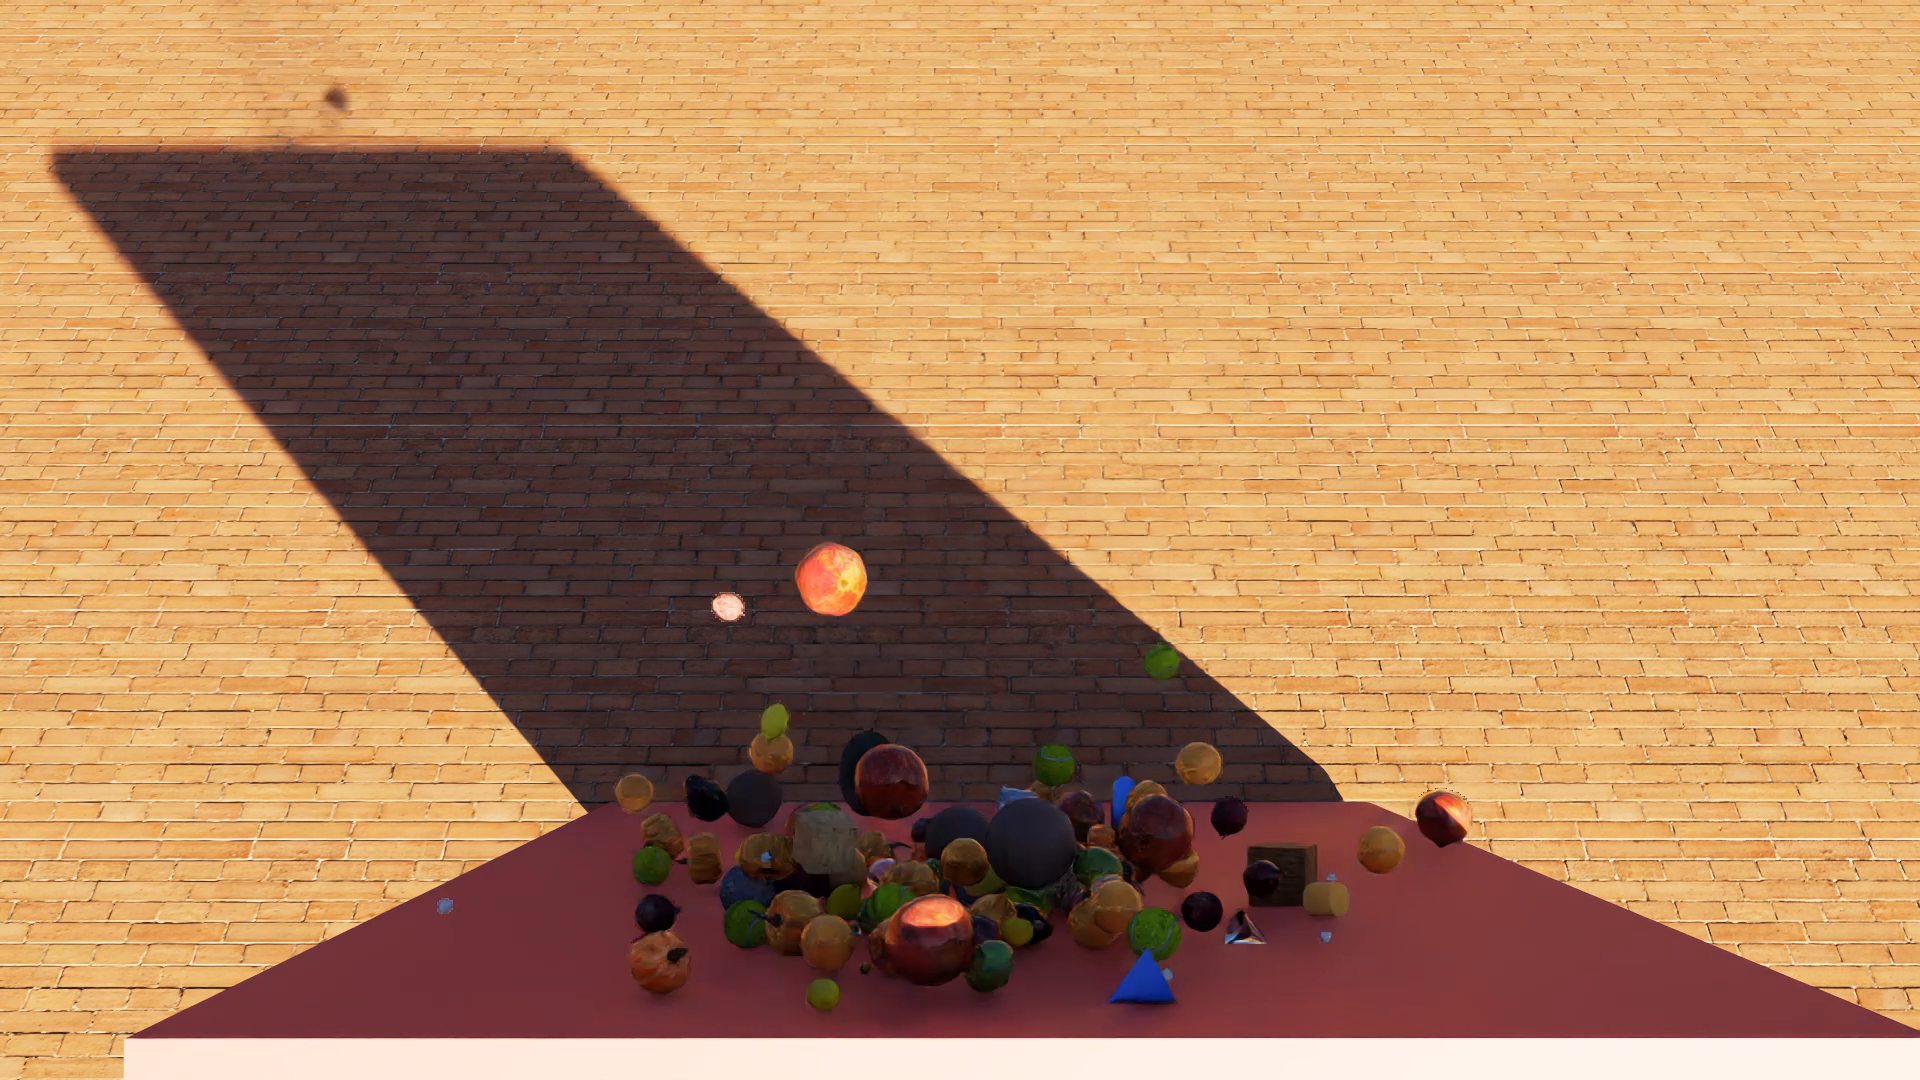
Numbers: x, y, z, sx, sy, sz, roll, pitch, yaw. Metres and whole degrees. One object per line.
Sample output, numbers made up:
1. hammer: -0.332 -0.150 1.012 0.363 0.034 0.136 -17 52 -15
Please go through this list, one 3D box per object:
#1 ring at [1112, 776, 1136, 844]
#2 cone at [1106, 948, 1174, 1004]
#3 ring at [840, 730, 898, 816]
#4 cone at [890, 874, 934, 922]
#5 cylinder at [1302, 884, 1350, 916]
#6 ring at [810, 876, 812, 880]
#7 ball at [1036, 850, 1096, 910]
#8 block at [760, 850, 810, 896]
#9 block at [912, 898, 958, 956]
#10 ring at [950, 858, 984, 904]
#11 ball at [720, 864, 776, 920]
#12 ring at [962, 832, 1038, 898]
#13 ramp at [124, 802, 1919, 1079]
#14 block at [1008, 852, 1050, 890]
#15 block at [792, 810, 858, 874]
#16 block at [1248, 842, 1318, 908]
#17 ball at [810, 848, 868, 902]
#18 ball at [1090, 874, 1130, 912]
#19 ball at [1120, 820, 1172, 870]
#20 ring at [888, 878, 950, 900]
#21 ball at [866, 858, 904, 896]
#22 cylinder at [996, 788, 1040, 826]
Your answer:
1. ring: 0.326 0.539 5.167 0.047 0.140 0.140 2 36 4
2. cone: 0.210 0.543 3.141 0.075 0.075 0.075 -27 39 -2
3. ring: -0.143 0.367 4.078 0.045 0.135 0.135 2 30 -35
4. cone: -0.052 0.566 3.985 0.083 0.083 0.083 23 41 16
5. cylinder: 0.569 0.559 4.037 0.052 0.052 0.052 -8 22 45
6. ring: -0.228 0.597 4.709 0.111 0.037 0.111 -2 -3 0
7. ball: 0.168 0.536 4.099 0.094 0.094 0.094 0 36 0
8. block: -0.301 0.571 4.469 0.071 0.071 0.071 0 -2 8
9. block: -0.033 0.513 3.445 0.051 0.051 0.051 -11 21 3
10. ring: 0.014 0.562 4.288 0.026 0.078 0.078 -17 38 -35
11. ball: -0.331 0.548 4.048 0.088 0.088 0.088 0 36 0
12. ring: 0.063 0.509 4.076 0.046 0.138 0.138 53 48 -4
13. ramp: 0.078 0.671 4.862 2.000 0.100 4.000 0 -2 0
14. block: 0.121 0.579 4.545 0.061 0.061 0.061 0 -2 13
15. block: -0.191 0.428 3.681 0.068 0.068 0.068 0 15 -25
16. block: 0.534 0.553 4.296 0.096 0.096 0.096 -1 -2 20
17. ball: -0.201 0.555 4.342 0.096 0.096 0.096 0 36 0
18. ball: 0.206 0.485 3.565 0.053 0.053 0.053 0 36 0
19. ball: 0.350 0.574 4.880 0.095 0.095 0.095 0 36 0
20. ring: -0.068 0.585 4.330 0.103 0.034 0.103 0 -1 0
21. ball: -0.127 0.573 4.419 0.065 0.065 0.065 0 36 0
22. cylinder: 0.090 0.414 4.044 0.052 0.052 0.052 7 36 19
